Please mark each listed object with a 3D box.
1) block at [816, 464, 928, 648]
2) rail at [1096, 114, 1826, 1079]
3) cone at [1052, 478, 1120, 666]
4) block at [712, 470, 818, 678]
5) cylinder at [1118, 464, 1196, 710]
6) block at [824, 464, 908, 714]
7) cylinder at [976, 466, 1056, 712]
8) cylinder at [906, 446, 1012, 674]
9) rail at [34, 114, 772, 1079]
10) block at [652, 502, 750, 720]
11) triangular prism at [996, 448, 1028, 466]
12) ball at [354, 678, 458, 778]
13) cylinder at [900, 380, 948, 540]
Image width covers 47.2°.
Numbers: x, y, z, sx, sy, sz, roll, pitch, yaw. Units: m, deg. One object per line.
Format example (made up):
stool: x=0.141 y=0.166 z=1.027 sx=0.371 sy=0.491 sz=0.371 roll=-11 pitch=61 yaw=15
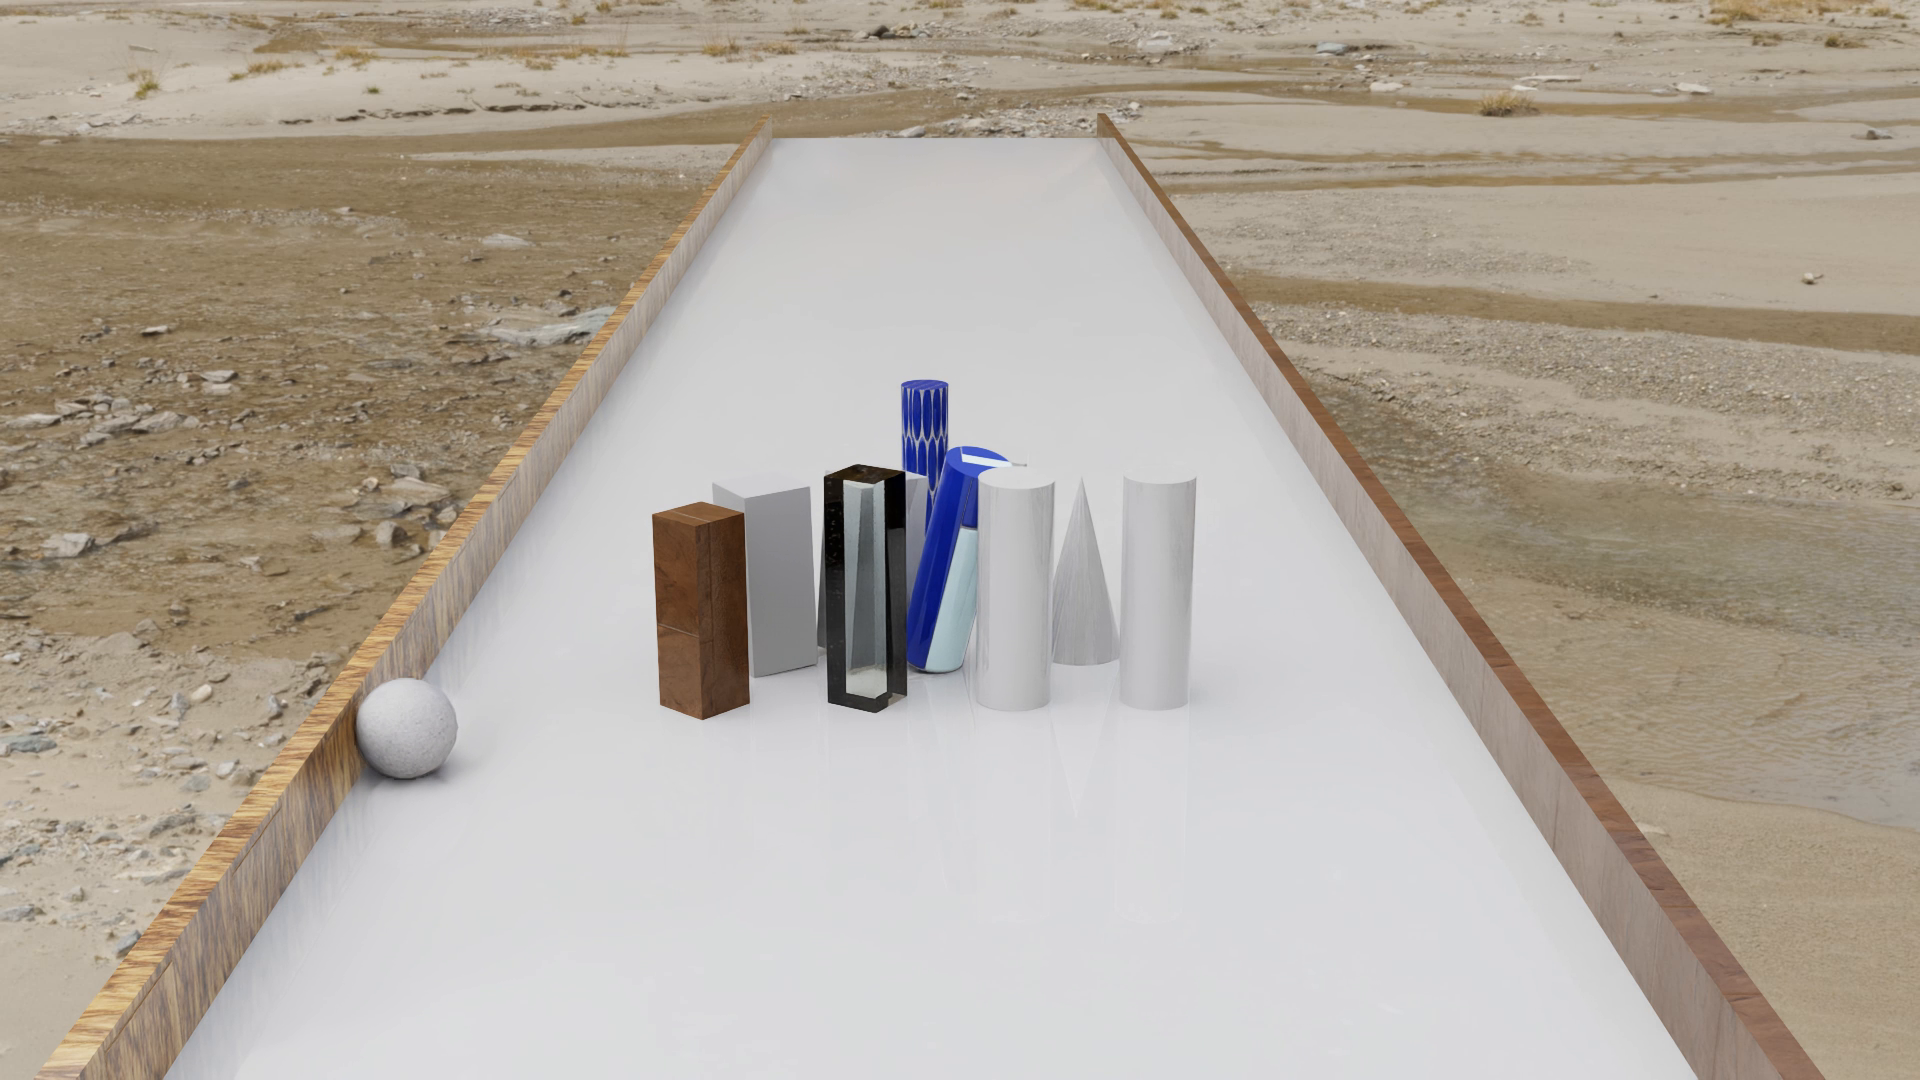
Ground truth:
block: x=-0.178 y=0.044 z=4.420 sx=0.145 sy=0.363 sz=0.145 roll=-8 pitch=18 yaw=-44
rail: x=0.932 y=-0.844 z=7.801 sx=0.050 sy=0.150 sz=12.000 roll=0 pitch=17 yaw=-1
cone: x=0.241 y=0.048 z=4.416 sx=0.179 sy=0.370 sz=0.179 roll=0 pitch=17 yaw=0
block: x=-0.385 y=0.066 z=4.353 sx=0.142 sy=0.367 sz=0.142 roll=-12 pitch=20 yaw=-30
cylinder: x=0.371 y=0.090 z=4.147 sx=0.136 sy=0.443 sz=0.136 roll=0 pitch=17 yaw=0
block: x=-0.177 y=0.091 z=4.139 sx=0.110 sy=0.445 sz=0.110 roll=10 pitch=19 yaw=30
cylinder: x=0.104 y=0.092 z=4.139 sx=0.144 sy=0.439 sz=0.144 roll=0 pitch=19 yaw=0
cylinder: x=-0.010 y=0.041 z=4.285 sx=0.133 sy=0.439 sz=0.133 roll=11 pitch=28 yaw=-6
rail: x=-1.118 y=-0.838 z=7.780 sx=0.050 sy=0.150 sz=12.000 roll=0 pitch=17 yaw=-1
block: x=-0.485 y=0.131 z=4.124 sx=0.121 sy=0.377 sz=0.121 roll=14 pitch=22 yaw=40
triangular prism: x=0.110 y=-0.013 z=4.654 sx=0.135 sy=0.351 sz=0.117 roll=11 pitch=20 yaw=32
ball: x=-0.963 y=0.326 z=3.824 sx=0.174 sy=0.174 sz=0.174 roll=0 pitch=17 yaw=0
cylinder: x=-0.077 y=-0.122 z=4.845 sx=0.104 sy=0.451 sz=0.104 roll=0 pitch=17 yaw=0
